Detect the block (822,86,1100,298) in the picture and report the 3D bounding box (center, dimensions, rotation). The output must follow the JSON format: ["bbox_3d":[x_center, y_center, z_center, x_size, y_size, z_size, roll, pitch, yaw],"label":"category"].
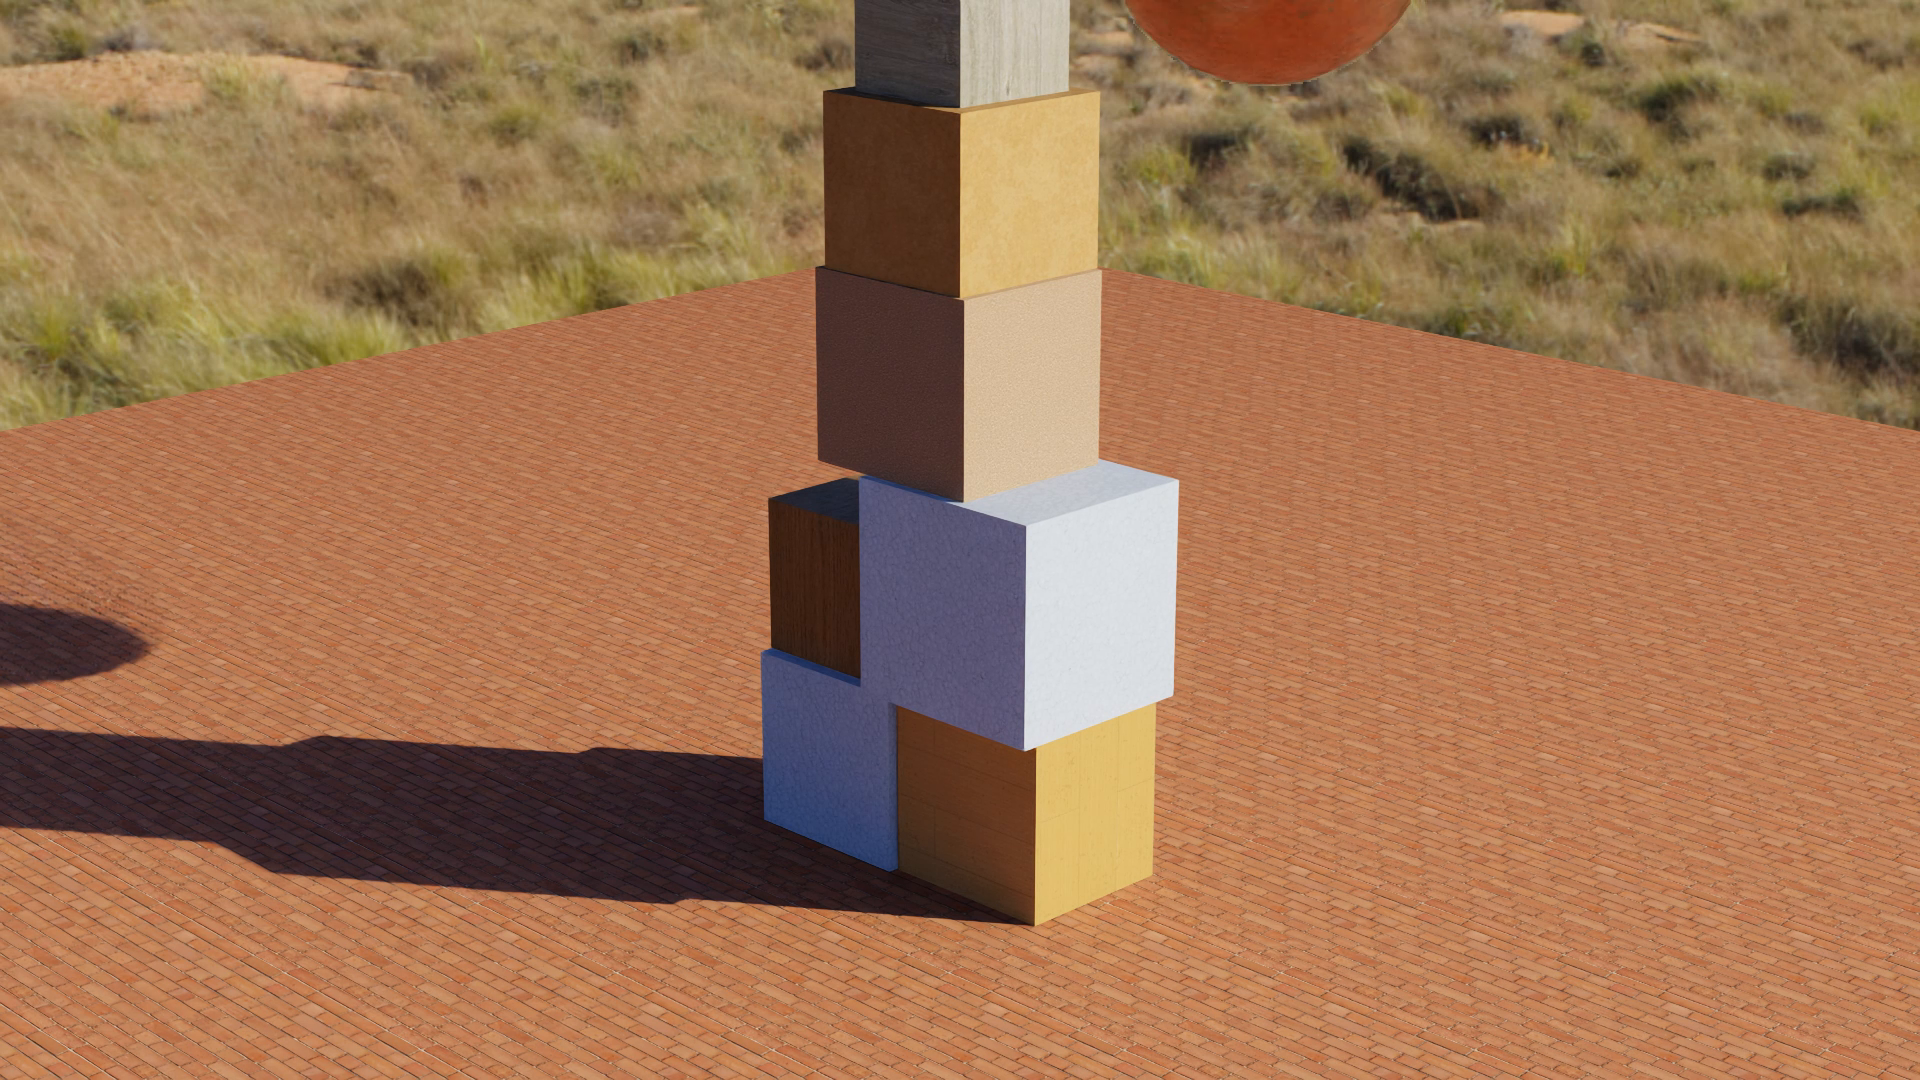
[{"bbox_3d":[0.006,-1.576,12.843,0.857,0.782,0.844,-17,24,-42],"label":"block"}]

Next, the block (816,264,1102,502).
[{"bbox_3d":[-0.009,-0.774,13.082,0.857,0.890,0.932,-17,24,-42],"label":"block"}]

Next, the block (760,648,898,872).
[{"bbox_3d":[-0.302,0.927,13.968,0.933,0.855,0.870,-17,24,-42],"label":"block"}]

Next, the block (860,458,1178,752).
[{"bbox_3d":[0.259,0.212,13.126,0.973,1.016,1.027,-17,24,-42],"label":"block"}]

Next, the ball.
[{"bbox_3d":[1.467,-2.974,13.945,1.600,1.600,1.600,0,17,0],"label":"ball"}]

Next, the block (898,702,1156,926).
[{"bbox_3d":[0.299,1.121,13.356,0.782,0.852,0.870,-17,24,-42],"label":"block"}]

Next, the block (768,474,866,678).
[{"bbox_3d":[-0.380,0.158,13.762,0.721,0.736,0.733,-17,24,-42],"label":"block"}]

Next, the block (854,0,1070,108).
[{"bbox_3d":[0.009,-2.276,12.623,0.665,0.686,0.645,-17,24,-42],"label":"block"}]
